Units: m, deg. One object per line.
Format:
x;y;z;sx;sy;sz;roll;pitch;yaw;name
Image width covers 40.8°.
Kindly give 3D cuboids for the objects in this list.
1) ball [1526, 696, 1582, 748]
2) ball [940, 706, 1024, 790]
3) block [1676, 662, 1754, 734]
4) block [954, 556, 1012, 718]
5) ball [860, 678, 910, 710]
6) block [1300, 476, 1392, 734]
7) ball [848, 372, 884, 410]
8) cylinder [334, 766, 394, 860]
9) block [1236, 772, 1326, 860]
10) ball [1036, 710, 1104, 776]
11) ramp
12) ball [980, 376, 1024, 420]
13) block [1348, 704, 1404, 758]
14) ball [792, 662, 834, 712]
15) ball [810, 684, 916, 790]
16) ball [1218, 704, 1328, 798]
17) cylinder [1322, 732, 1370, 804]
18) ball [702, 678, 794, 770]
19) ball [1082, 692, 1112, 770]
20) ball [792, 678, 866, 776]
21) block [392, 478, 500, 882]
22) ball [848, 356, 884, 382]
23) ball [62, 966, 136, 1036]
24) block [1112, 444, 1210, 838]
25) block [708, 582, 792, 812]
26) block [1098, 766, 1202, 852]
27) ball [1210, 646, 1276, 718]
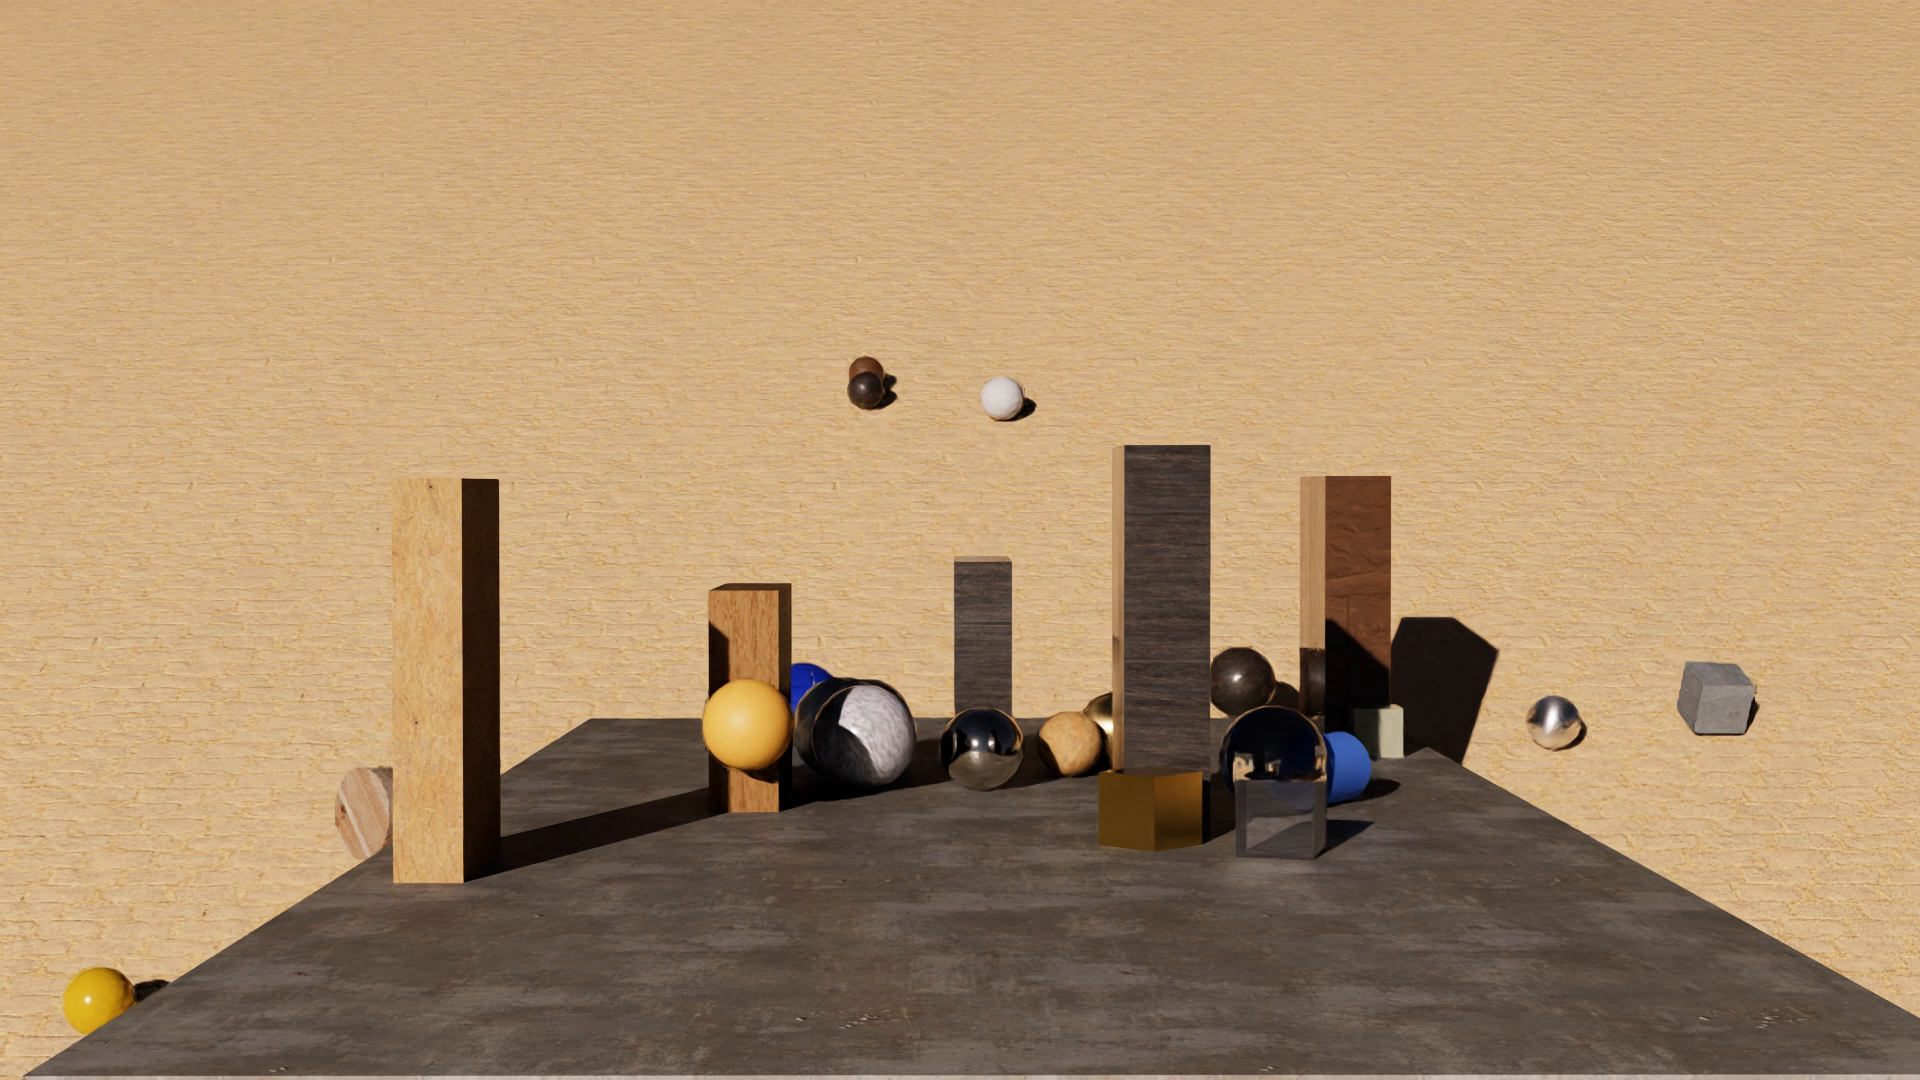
1.519;0.466;6.604;0.137;0.137;0.137;0;27;0;ball
0.043;0.404;5.016;0.163;0.163;0.163;0;27;0;ball
1.959;0.409;6.696;0.137;0.137;0.137;2;23;-6;block
0.046;0.258;5.453;0.118;0.437;0.438;0;1;0;block
-0.195;0.385;5.456;0.184;0.184;0.184;0;27;0;ball
0.880;0.160;5.919;0.146;0.613;0.420;0;1;0;block
-0.311;-0.494;8.535;0.122;0.122;0.122;0;27;0;ball
-1.248;0.605;5.752;0.203;0.203;0.203;25;15;40;cylinder
0.517;0.441;4.146;0.124;0.124;0.124;0;1;18;block
0.223;0.414;5.243;0.134;0.134;0.134;0;27;0;ball
0.060;0.544;4.581;2.000;0.100;4.000;0;1;0;ramp
0.138;-0.464;8.453;0.143;0.143;0.143;0;27;0;ball
0.911;0.419;5.660;0.107;0.107;0.107;0;1;1;block
-0.361;0.374;5.926;0.187;0.187;0.187;0;27;0;ball
-0.187;0.383;5.010;0.205;0.205;0.205;0;27;0;ball
0.565;0.395;4.656;0.195;0.195;0.195;0;27;0;ball
0.671;0.425;4.780;0.130;0.130;0.130;23;15;38;cylinder
-0.376;0.328;4.589;0.164;0.164;0.164;0;27;0;ball
0.325;0.397;5.356;0.164;0.164;0.164;0;27;0;ball
-0.238;0.379;5.207;0.206;0.206;0.206;0;27;0;ball
-0.791;0.206;3.991;0.104;0.602;0.316;0;1;0;block
-0.315;-0.555;8.656;0.123;0.123;0.123;0;27;0;ball
-1.846;0.992;5.539;0.151;0.151;0.151;0;27;0;ball
0.347;0.167;4.489;0.145;0.659;0.332;0;1;0;block
-0.392;0.288;4.857;0.127;0.401;0.374;0;1;0;block
0.313;0.441;4.243;0.121;0.121;0.121;1;2;45;block
0.716;0.363;6.593;0.181;0.181;0.181;0;27;0;ball
